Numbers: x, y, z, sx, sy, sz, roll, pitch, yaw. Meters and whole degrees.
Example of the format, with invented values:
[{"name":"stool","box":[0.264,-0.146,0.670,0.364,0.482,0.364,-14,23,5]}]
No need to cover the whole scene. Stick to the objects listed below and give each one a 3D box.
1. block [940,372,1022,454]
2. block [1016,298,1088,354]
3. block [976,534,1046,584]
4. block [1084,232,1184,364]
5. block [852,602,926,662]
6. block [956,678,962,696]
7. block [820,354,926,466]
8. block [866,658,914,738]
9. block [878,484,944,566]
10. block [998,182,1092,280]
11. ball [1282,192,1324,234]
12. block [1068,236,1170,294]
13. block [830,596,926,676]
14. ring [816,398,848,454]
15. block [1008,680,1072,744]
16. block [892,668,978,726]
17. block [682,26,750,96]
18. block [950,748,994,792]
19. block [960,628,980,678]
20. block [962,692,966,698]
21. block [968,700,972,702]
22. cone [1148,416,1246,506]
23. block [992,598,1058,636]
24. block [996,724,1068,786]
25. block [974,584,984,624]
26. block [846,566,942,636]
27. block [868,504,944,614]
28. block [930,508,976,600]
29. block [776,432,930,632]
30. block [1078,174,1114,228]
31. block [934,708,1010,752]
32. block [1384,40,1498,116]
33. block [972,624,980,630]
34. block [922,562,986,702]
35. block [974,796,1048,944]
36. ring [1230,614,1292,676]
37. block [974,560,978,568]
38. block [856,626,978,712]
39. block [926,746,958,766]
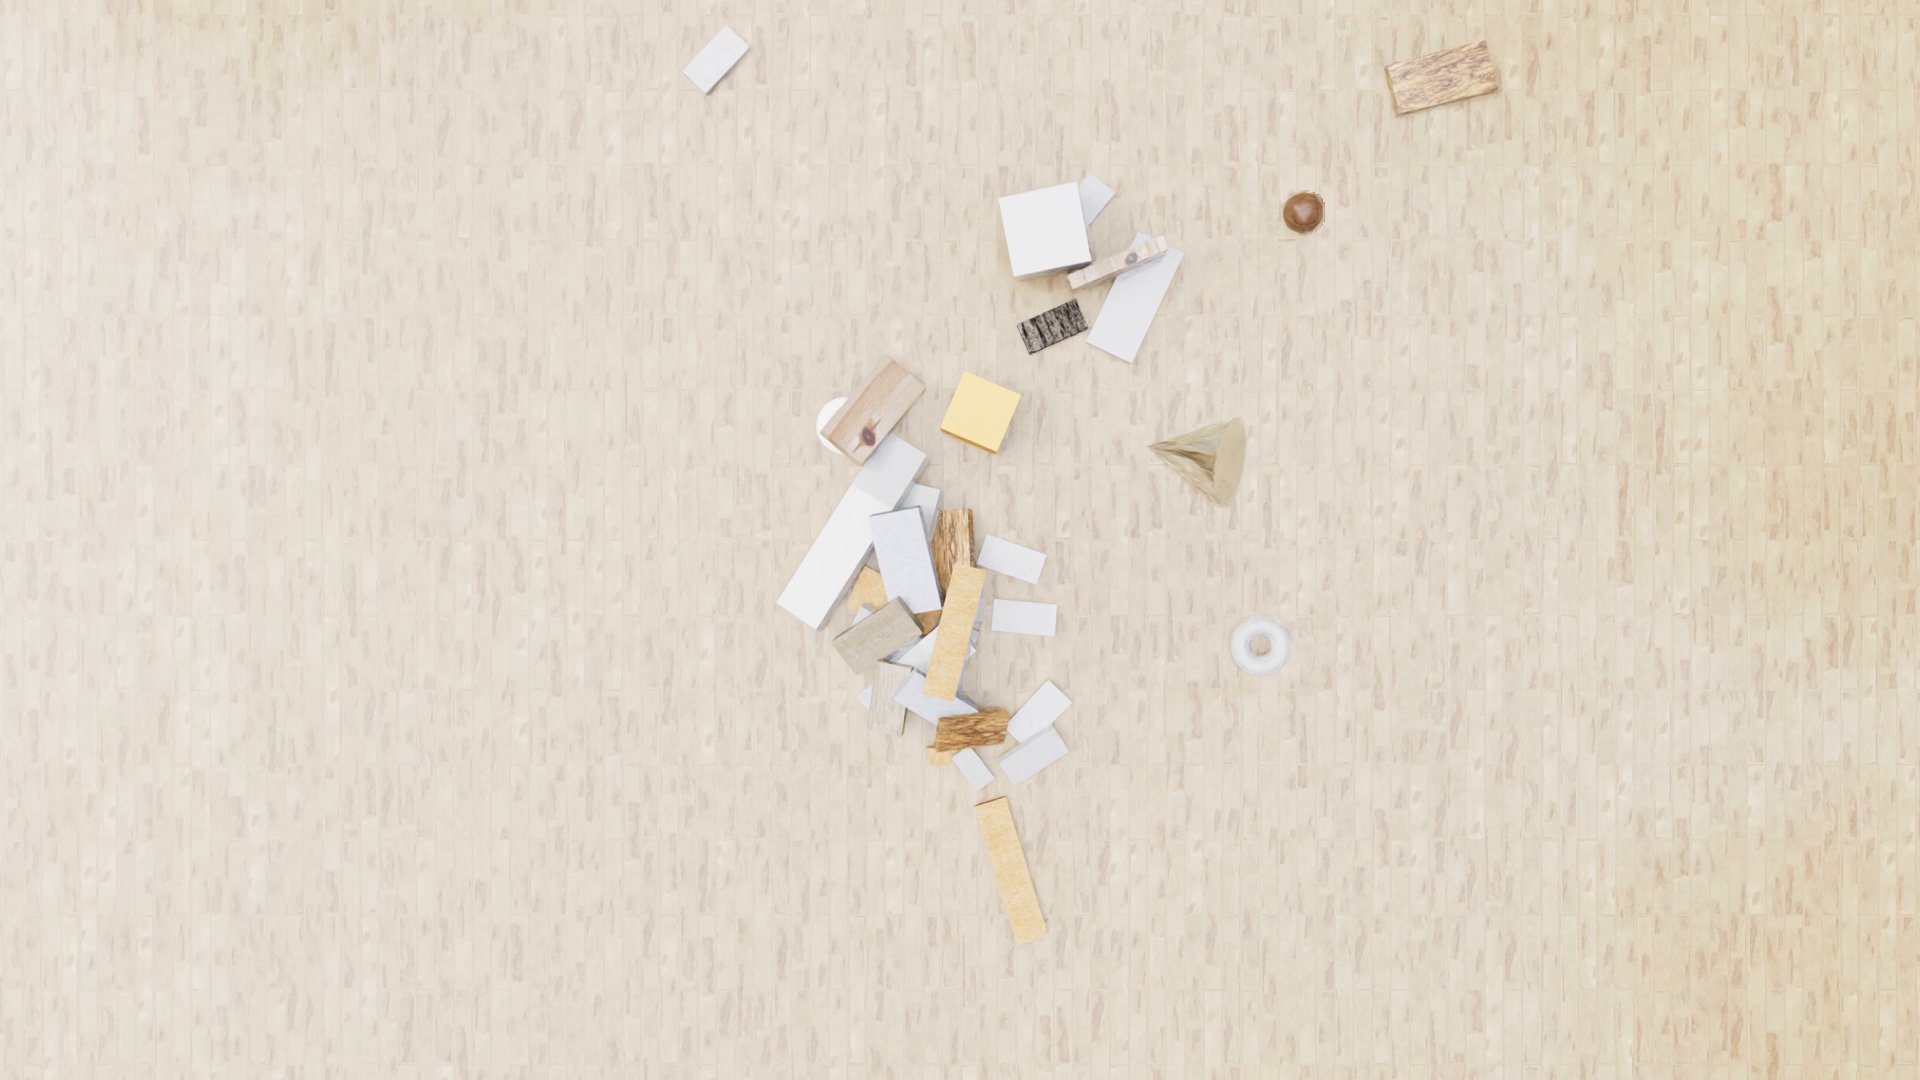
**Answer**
[{"name":"block","box":[0.067,-0.414,5.401,0.198,0.198,0.198,23,90,0]},{"name":"block","box":[0.308,-0.709,5.485,0.213,0.030,0.107,-24,90,0]},{"name":"block","box":[0.171,0.065,5.485,0.210,0.030,0.105,19,90,0]},{"name":"block","box":[0.579,-0.802,5.476,0.167,0.047,0.403,25,90,0]},{"name":"block","box":[-0.227,0.335,5.452,0.283,0.040,0.141,28,113,-1]},{"name":"block","box":[-0.027,0.489,5.458,0.063,0.018,0.125,-1,56,0]},{"name":"block","box":[-0.287,-0.427,5.423,0.171,0.048,0.342,40,75,-5]},{"name":"block","box":[-0.230,0.518,5.415,0.120,0.034,0.239,11,104,12]},{"name":"block","box":[-0.160,-0.037,5.453,0.147,0.042,0.293,14,90,23]},{"name":"block","box":[0.281,-0.998,5.351,0.250,0.250,0.250,-11,95,7]},{"name":"ball","box":[1.130,-1.078,5.434,0.133,0.133,0.133,0,90,0]},{"name":"block","box":[0.513,-0.895,5.368,0.335,0.167,0.047,-22,91,5]},{"name":"block","box":[-0.270,0.314,5.409,0.283,0.040,0.141,-33,101,20]},{"name":"ring","box":[-0.381,-0.379,5.469,0.192,0.064,0.192,0,89,1]},{"name":"block","box":[0.258,0.579,5.485,0.108,0.031,0.216,43,90,0]},{"name":"block","box":[-0.080,0.531,5.382,0.257,0.034,0.120,34,105,-21]},{"name":"block","box":[-0.809,-1.595,5.485,0.107,0.030,0.213,43,90,0]},{"name":"block","box":[0.042,0.754,5.471,0.074,0.021,0.148,-36,105,0]},{"name":"block","box":[-0.004,0.358,5.405,0.085,0.024,0.169,24,101,8]},{"name":"block","box":[-0.015,0.578,5.468,0.074,0.021,0.148,-1,89,0]},{"name":"block","box":[0.000,0.603,5.490,0.074,0.021,0.148,1,90,0]},{"name":"cone","box":[0.751,-0.284,5.434,0.296,0.296,0.296,13,90,27]},{"name":"block","box":[0.213,0.258,5.485,0.210,0.030,0.105,6,90,0]},{"name":"block","box":[0.241,0.714,5.464,0.216,0.031,0.108,-32,114,0]},{"name":"block","box":[0.036,0.192,5.457,0.085,0.024,0.169,0,68,1]},{"name":"block","box":[-0.216,0.217,5.479,0.293,0.042,0.147,27,90,0]},{"name":"block","box":[-0.175,0.070,5.372,0.171,0.048,0.342,-11,101,13]},{"name":"block","box":[-0.028,0.048,5.432,0.147,0.042,0.293,-6,82,24]},{"name":"block","box":[-0.351,-0.031,5.448,0.171,0.048,0.677,32,90,20]},{"name":"block","box":[0.406,-1.102,5.485,0.107,0.030,0.213,38,90,0]},{"name":"block","box":[0.039,0.626,5.412,0.239,0.034,0.120,-5,124,-22]},{"name":"block","box":[1.596,-1.532,5.476,0.335,0.047,0.167,-14,90,0]},{"name":"block","box":[0.029,0.272,5.448,0.070,0.020,0.140,11,69,5]},{"name":"block","box":[-0.019,0.297,5.313,0.105,0.030,0.434,14,88,-1]},{"name":"block","box":[0.171,1.099,5.485,0.108,0.031,0.481,-17,90,0]},{"name":"ring","box":[0.995,0.349,5.465,0.204,0.068,0.204,0,93,1]},{"name":"block","box":[0.004,0.060,5.469,0.085,0.024,0.169,-16,77,0]},{"name":"block","box":[-0.140,0.435,5.414,0.424,0.040,0.141,-41,89,18]},{"name":"block","box":[-0.045,0.713,5.481,0.125,0.018,0.063,-3,110,0]}]
